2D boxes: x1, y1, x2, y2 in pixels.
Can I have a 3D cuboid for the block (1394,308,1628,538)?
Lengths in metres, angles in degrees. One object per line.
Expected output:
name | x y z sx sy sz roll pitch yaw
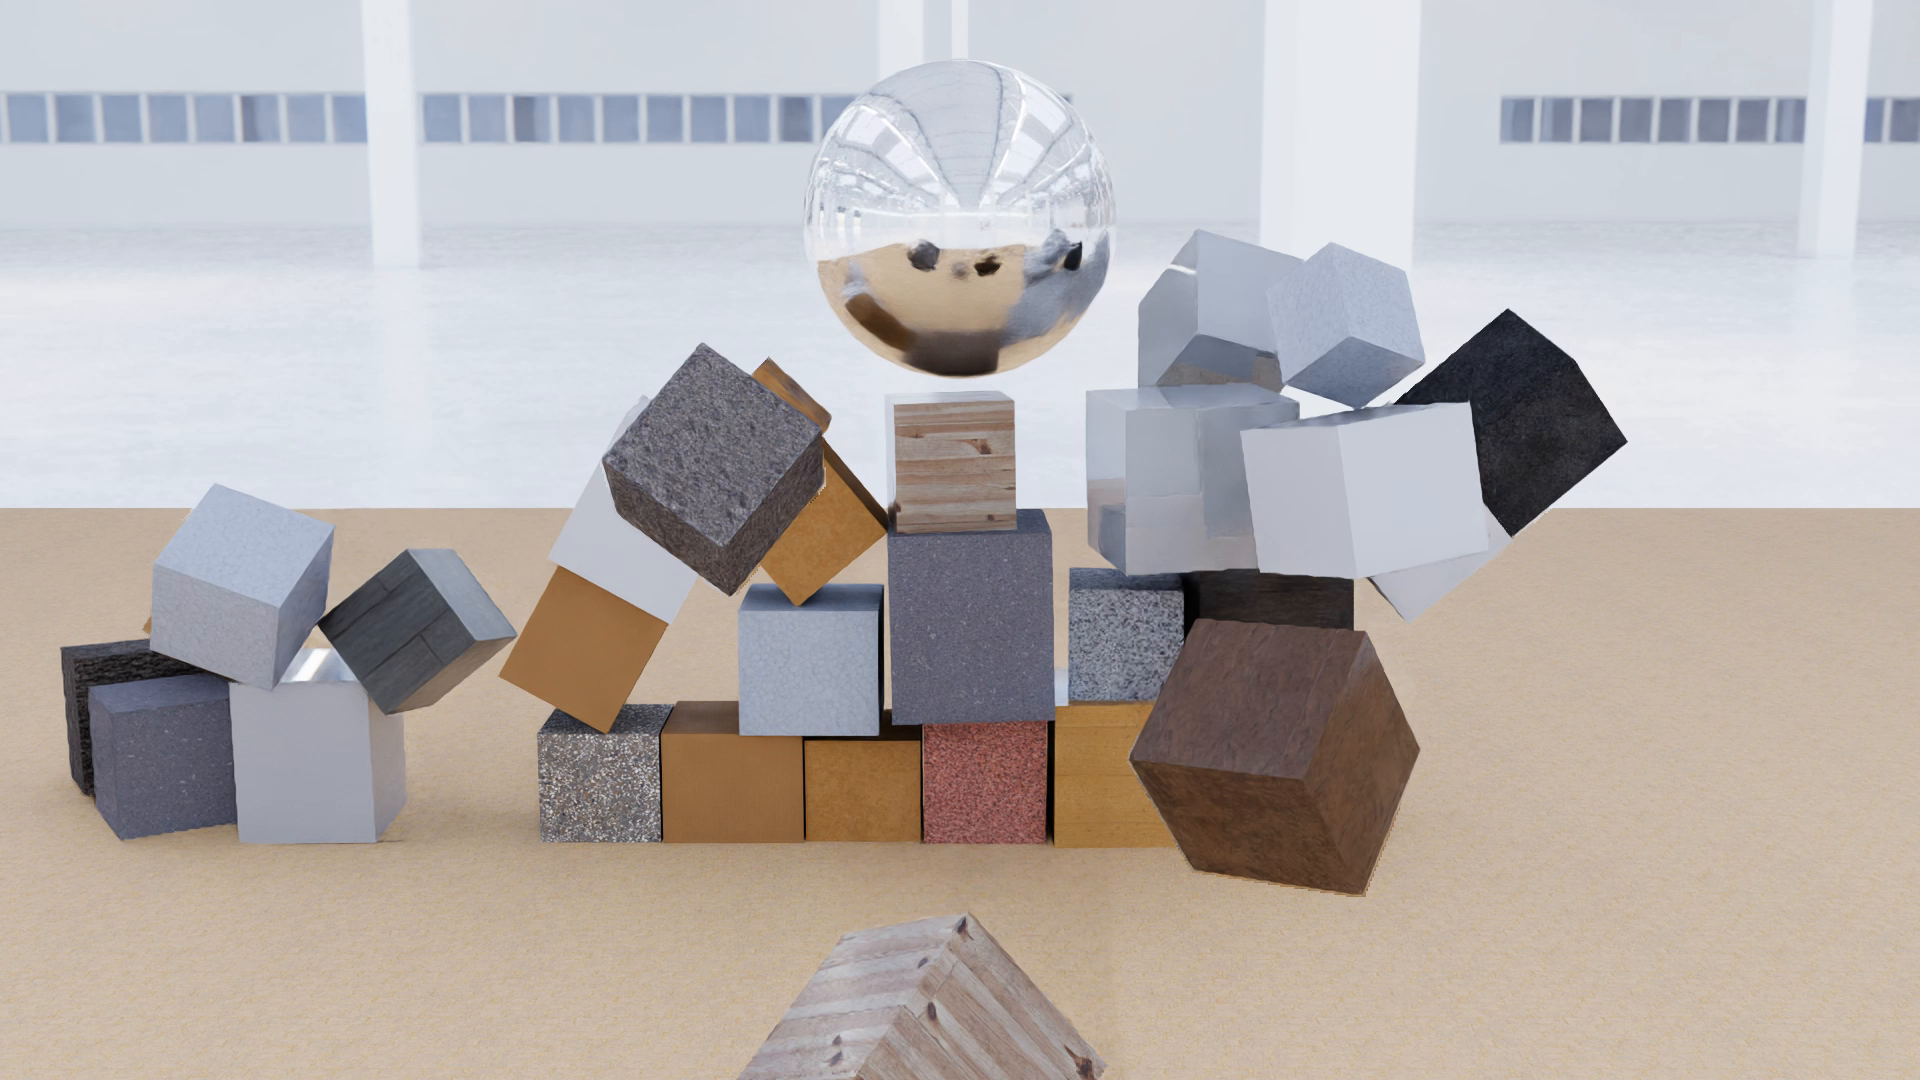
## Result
block | 2.748 -0.589 10.994 0.736 0.641 0.620 -40 34 6

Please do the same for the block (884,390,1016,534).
block | -0.054 -0.400 11.062 0.593 0.640 0.575 -2 9 -6

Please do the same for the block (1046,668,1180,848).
block | 0.930 1.115 11.374 0.931 0.737 0.778 0 10 -1

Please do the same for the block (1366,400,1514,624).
block | 2.197 -0.148 11.020 0.650 0.713 0.688 -39 18 6

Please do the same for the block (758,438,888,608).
block | -0.765 -0.101 11.178 0.590 0.532 0.563 -39 9 5

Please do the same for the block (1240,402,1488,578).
block | 1.810 -0.230 9.893 0.706 0.663 0.775 -11 6 -24

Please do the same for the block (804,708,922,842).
block | -0.490 1.213 11.417 0.583 0.528 0.632 0 10 0

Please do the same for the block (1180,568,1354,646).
block | 1.536 0.392 11.112 0.754 0.716 0.789 -2 11 -2

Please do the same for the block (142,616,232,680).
block | -3.985 0.437 11.719 0.441 0.430 0.409 38 -13 -38

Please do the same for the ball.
ball | 0.000 -1.612 11.107 1.600 1.600 1.600 0 10 0

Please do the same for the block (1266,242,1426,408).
block | 1.789 -0.990 10.216 0.485 0.518 0.445 15 -35 -32

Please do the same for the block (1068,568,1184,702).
block | 0.840 0.476 11.238 0.569 0.569 0.562 1 10 3

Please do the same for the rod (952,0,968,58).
rod | 0.000 -4.933 10.378 0.080 5.200 0.080 0 12 0

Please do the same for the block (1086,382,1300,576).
block | 1.134 -0.317 10.848 0.857 0.794 0.790 -3 11 -10

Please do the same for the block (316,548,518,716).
block | -2.746 0.455 11.180 0.597 0.580 0.645 -38 -4 6

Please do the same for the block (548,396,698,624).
block | -1.537 -0.167 11.149 0.688 0.816 0.768 29 9 -7

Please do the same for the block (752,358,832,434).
block | -0.966 -0.579 11.013 0.443 0.448 0.496 43 7 -8

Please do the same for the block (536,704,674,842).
block | -1.818 1.200 11.380 0.610 0.567 0.598 0 10 0

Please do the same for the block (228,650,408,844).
block | -3.306 1.057 11.387 0.684 0.843 0.712 0 10 -1

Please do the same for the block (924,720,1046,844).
block | 0.131 1.152 11.385 0.616 0.660 0.662 0 10 1

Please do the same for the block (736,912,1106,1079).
block | -0.132 1.701 6.950 0.701 0.701 0.677 -22 24 50

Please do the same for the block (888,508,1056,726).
block | 0.048 0.374 11.203 0.806 0.938 0.844 -1 9 -1

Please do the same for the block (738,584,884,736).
block | -0.751 0.603 11.281 0.696 0.636 0.703 0 10 0

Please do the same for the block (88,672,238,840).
block | -4.145 1.118 11.557 0.681 0.665 0.635 -6 12 -31

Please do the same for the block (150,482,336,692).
block | -3.560 0.235 10.918 0.634 0.617 0.631 20 41 -1

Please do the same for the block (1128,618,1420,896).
block | 1.166 0.786 8.076 0.696 0.686 0.668 3 49 36

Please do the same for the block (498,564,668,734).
block | -1.875 0.482 11.274 0.612 0.669 0.658 29 9 -5

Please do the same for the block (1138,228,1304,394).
block | 1.354 -1.079 11.425 0.614 0.650 0.707 13 -32 -16

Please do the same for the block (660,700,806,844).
block | -1.145 1.194 11.401 0.709 0.571 0.662 0 10 0

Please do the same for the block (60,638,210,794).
block | -4.531 0.949 12.152 0.698 0.727 0.630 -5 6 -28

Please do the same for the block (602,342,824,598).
block | -0.986 -0.275 8.910 0.600 0.627 0.669 36 -16 8
